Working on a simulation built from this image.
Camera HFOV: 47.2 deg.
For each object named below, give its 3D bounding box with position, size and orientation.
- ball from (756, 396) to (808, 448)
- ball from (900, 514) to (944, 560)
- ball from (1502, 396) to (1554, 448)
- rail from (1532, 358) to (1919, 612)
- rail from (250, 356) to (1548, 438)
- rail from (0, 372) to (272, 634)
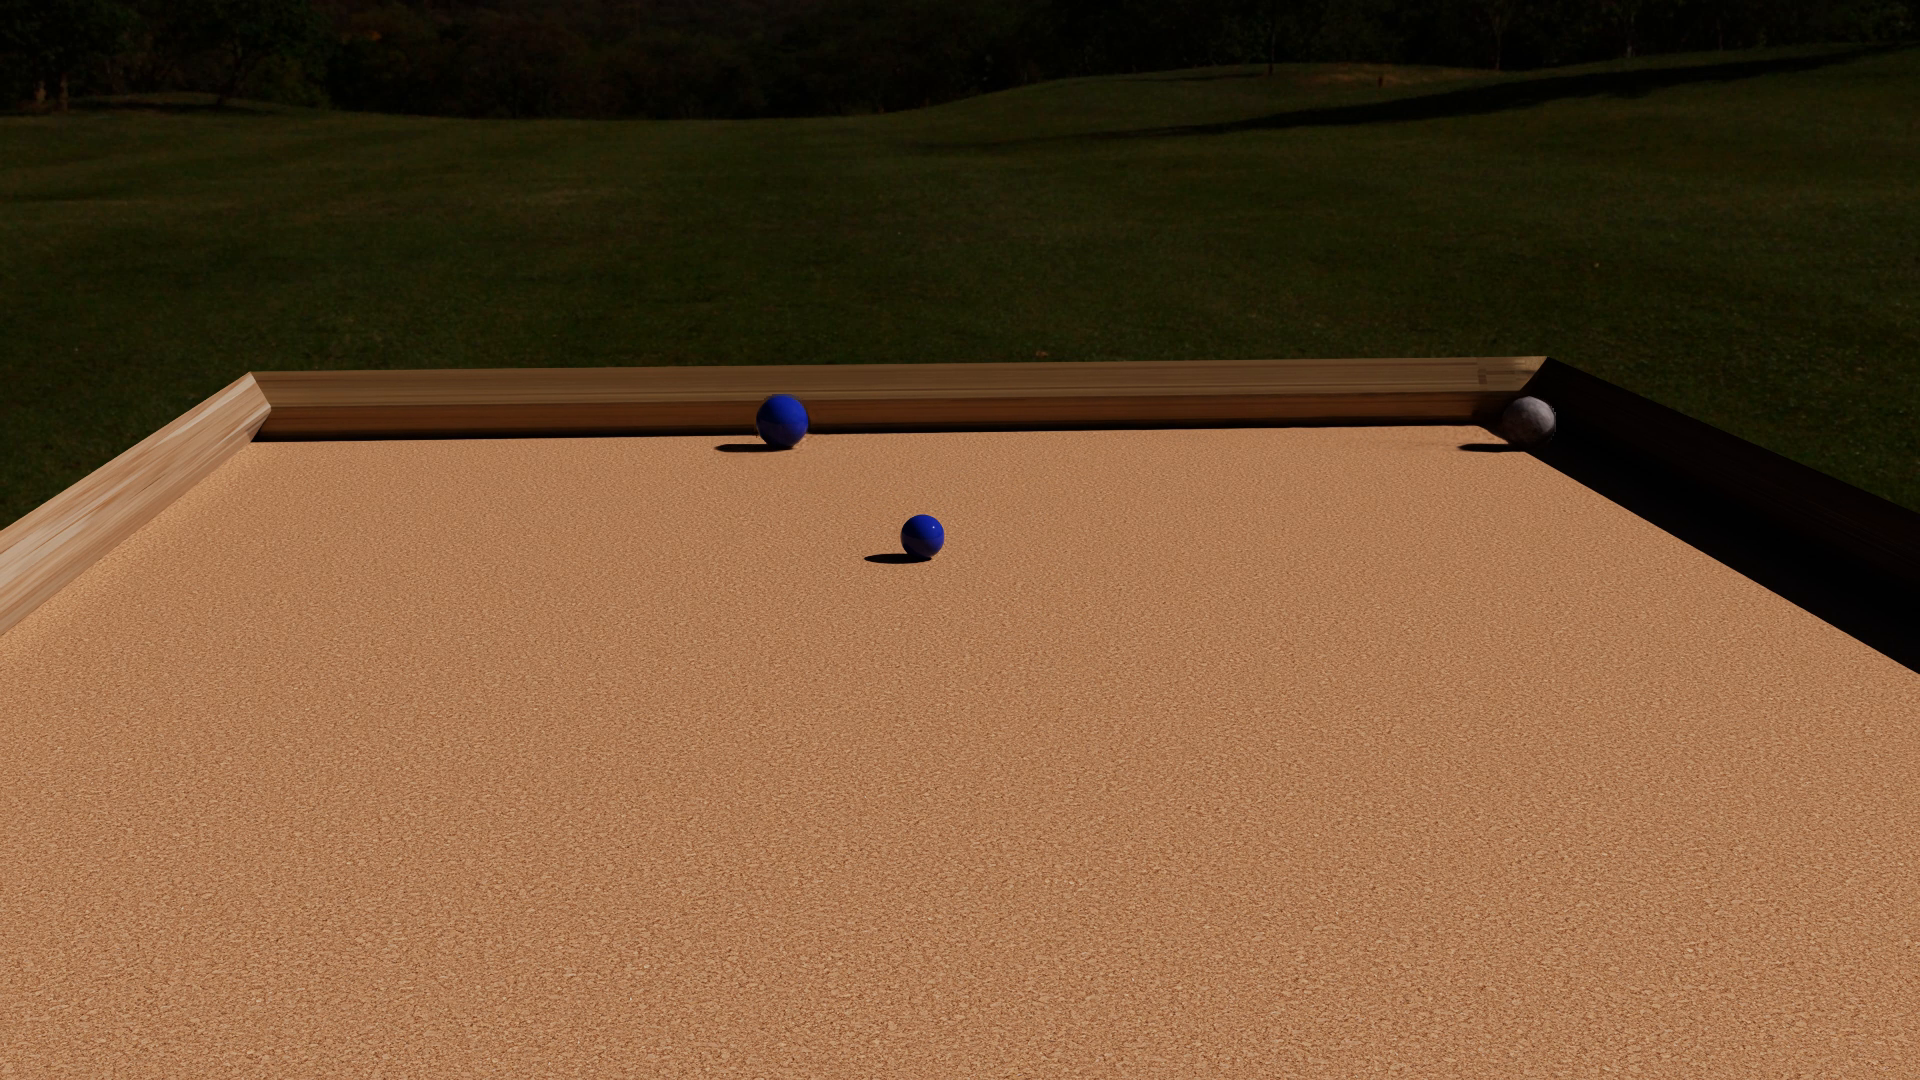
[{"bbox_3d":[-0.323,-0.214,3.993,0.096,0.096,0.096,0,13,0],"label":"ball"},{"bbox_3d":[-0.054,-0.005,3.155,0.064,0.064,0.064,0,13,0],"label":"ball"},{"bbox_3d":[1.031,-0.213,3.992,0.094,0.094,0.094,0,13,0],"label":"ball"},{"bbox_3d":[1.291,0.205,2.110,0.045,0.125,4.443,-1,13,-4],"label":"rail"},{"bbox_3d":[-0.086,-0.267,4.151,2.461,0.125,0.045,-1,13,-4],"label":"rail"},{"bbox_3d":[-1.115,0.248,1.923,0.045,0.125,4.443,-1,13,-4],"label":"rail"}]
